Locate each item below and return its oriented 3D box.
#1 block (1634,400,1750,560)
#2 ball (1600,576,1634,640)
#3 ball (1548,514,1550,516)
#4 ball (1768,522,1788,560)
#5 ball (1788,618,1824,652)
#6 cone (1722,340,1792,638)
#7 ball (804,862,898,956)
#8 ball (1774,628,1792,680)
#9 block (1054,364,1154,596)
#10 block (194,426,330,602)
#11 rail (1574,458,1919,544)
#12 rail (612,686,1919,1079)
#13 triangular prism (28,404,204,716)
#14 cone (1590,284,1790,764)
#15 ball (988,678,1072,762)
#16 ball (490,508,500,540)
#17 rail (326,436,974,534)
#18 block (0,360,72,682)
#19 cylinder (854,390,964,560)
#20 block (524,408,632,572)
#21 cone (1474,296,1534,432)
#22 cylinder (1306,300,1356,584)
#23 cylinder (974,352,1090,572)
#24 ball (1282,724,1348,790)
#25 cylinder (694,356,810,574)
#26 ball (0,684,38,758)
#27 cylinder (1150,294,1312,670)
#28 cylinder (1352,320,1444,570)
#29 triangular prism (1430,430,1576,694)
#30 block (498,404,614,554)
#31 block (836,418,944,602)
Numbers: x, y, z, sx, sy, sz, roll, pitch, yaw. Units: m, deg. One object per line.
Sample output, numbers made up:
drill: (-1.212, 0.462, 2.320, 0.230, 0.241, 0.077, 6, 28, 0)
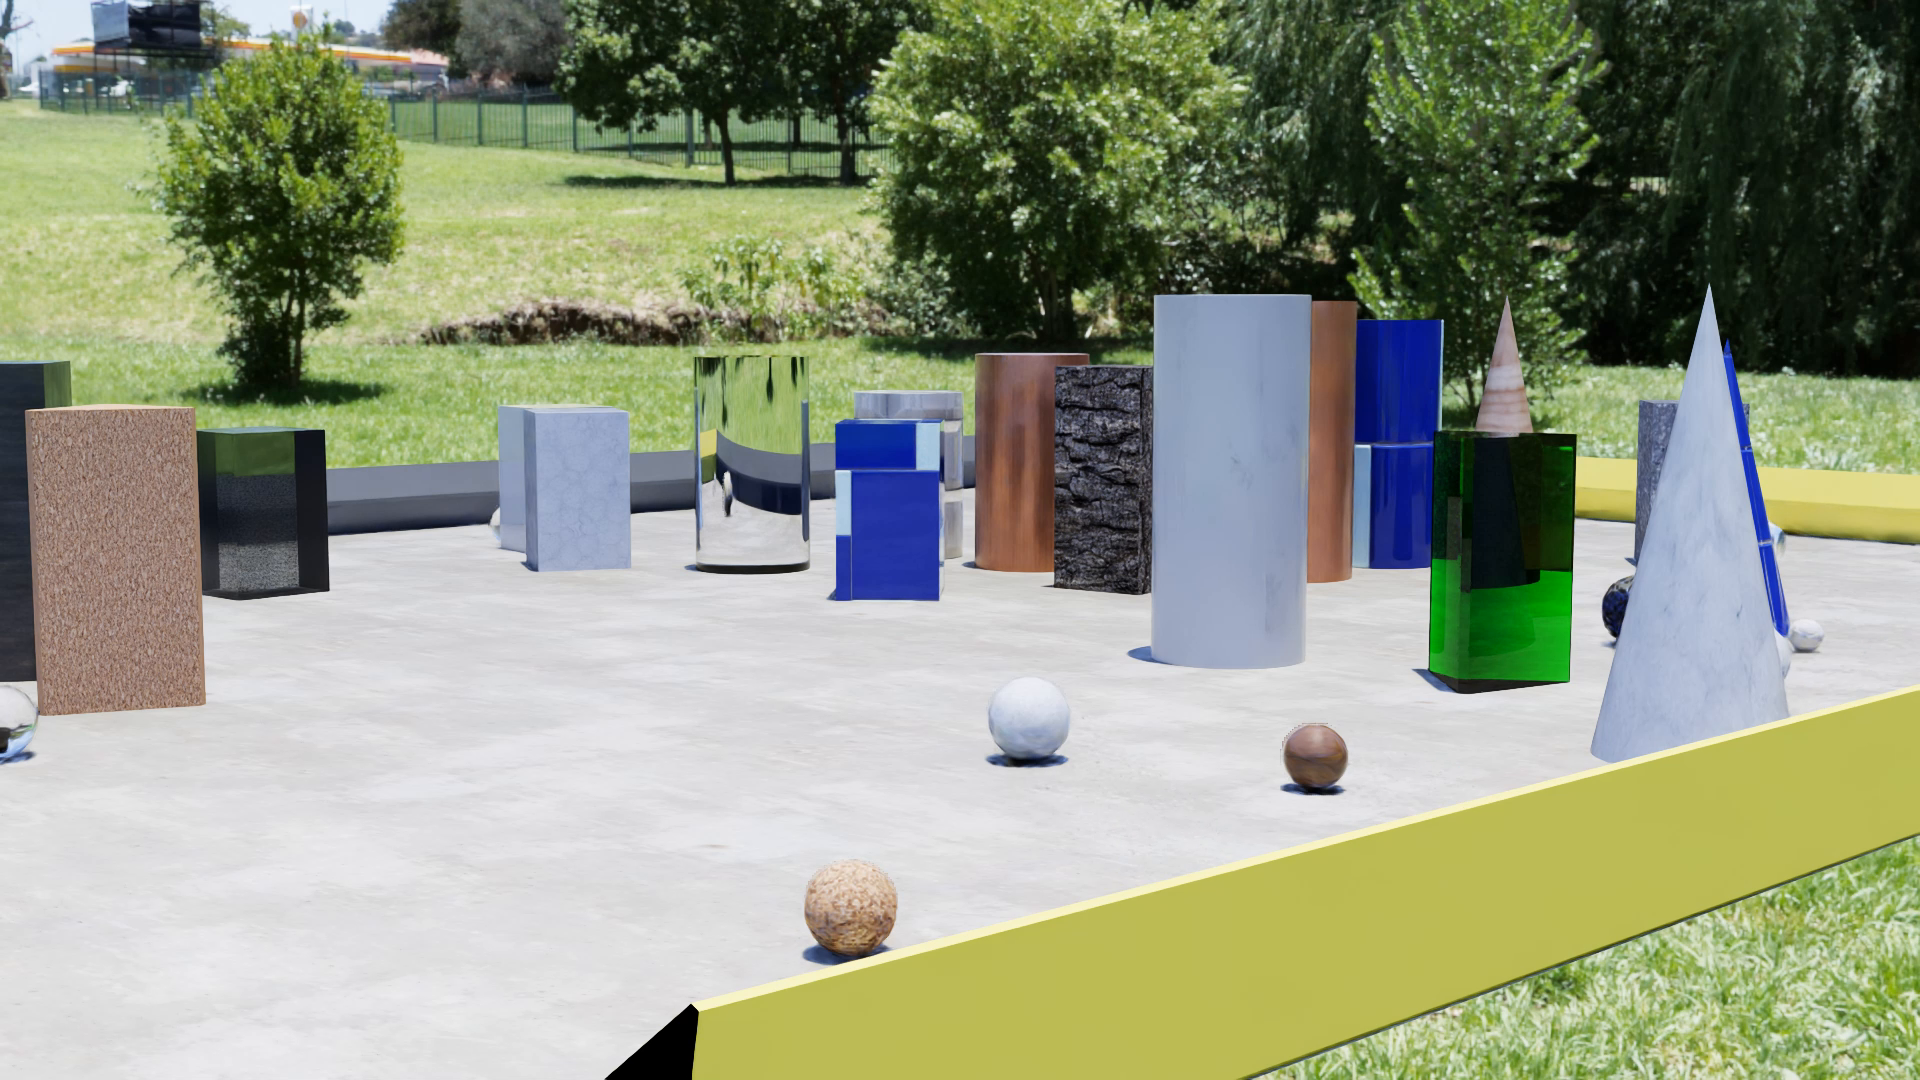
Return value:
block: (1.284, -0.100, 3.866, 0.159, 0.286, 0.159, 1, 6, 8)
ball: (0.903, 0.094, 2.929, 0.095, 0.095, 0.095, 0, 6, 0)
ball: (1.108, -0.035, 4.265, 0.074, 0.074, 0.074, 0, 6, 0)
ball: (1.395, 0.007, 3.820, 0.078, 0.078, 0.078, 0, 6, 0)
ball: (1.107, 0.125, 2.879, 0.044, 0.044, 0.044, 0, 6, 0)
cone: (1.060, -0.076, 3.056, 0.199, 0.407, 0.199, 0, 6, 0)
ball: (-0.076, 0.255, 1.525, 0.065, 0.065, 0.065, 0, 6, 0)
ball: (0.912, 0.137, 2.539, 0.089, 0.089, 0.089, 0, 6, 0)
block: (0.263, -0.102, 3.544, 0.159, 0.356, 0.159, 4, 7, 36)
block: (-1.116, -0.046, 3.483, 0.159, 0.258, 0.159, 5, 8, 42)
rail: (1.419, -0.102, 4.634, 0.045, 0.129, 3.276, -5, 8, -42)
rail: (1.095, 0.157, 2.152, 3.908, 0.129, 0.045, -5, 8, -42)
triangular prism: (-0.964, 0.016, 2.510, 0.172, 0.337, 0.149, -3, 6, -23)
cone: (0.735, -0.018, 2.180, 0.199, 0.472, 0.199, 0, 6, 0)
ball: (0.069, 0.178, 2.182, 0.083, 0.083, 0.083, 0, 6, 0)
ball: (-0.854, -0.030, 4.191, 0.079, 0.079, 0.079, 0, 6, 0)
rail: (-1.095, -0.089, 4.512, 3.908, 0.129, 0.045, -5, 8, -42)
block: (-1.184, -0.027, 2.699, 0.159, 0.382, 0.159, -1, 6, -11)
cylinder: (-0.093, -0.121, 4.004, 0.199, 0.298, 0.199, 0, 6, 0)
block: (-0.670, -0.091, 3.844, 0.159, 0.272, 0.159, -2, 6, -19)
cone: (0.887, -0.164, 3.589, 0.199, 0.471, 0.199, 0, 6, 0)
cylinder: (0.559, -0.168, 3.679, 0.199, 0.460, 0.199, 0, 6, 0)
cylinder: (0.125, -0.139, 3.832, 0.199, 0.370, 0.199, 0, 6, 0)
ball: (0.332, 0.202, 2.050, 0.061, 0.061, 0.061, 0, 6, 0)
cylinder: (-0.359, -0.134, 3.800, 0.199, 0.367, 0.199, 0, 6, 0)
ball: (-0.959, 0.181, 2.192, 0.074, 0.074, 0.074, 0, 6, 0)
cylinder: (0.345, -0.080, 2.812, 0.199, 0.464, 0.199, 0, 6, 0)
cylinder: (0.747, -0.173, 3.876, 0.199, 0.429, 0.199, 0, 6, 0)
triangular prism: (0.622, 0.020, 2.654, 0.172, 0.298, 0.149, -3, 7, -30)
block: (-0.753, -0.116, 4.106, 0.159, 0.268, 0.159, -4, 7, -36)
block: (-0.108, -0.049, 3.447, 0.159, 0.273, 0.159, 0, 6, 3)
